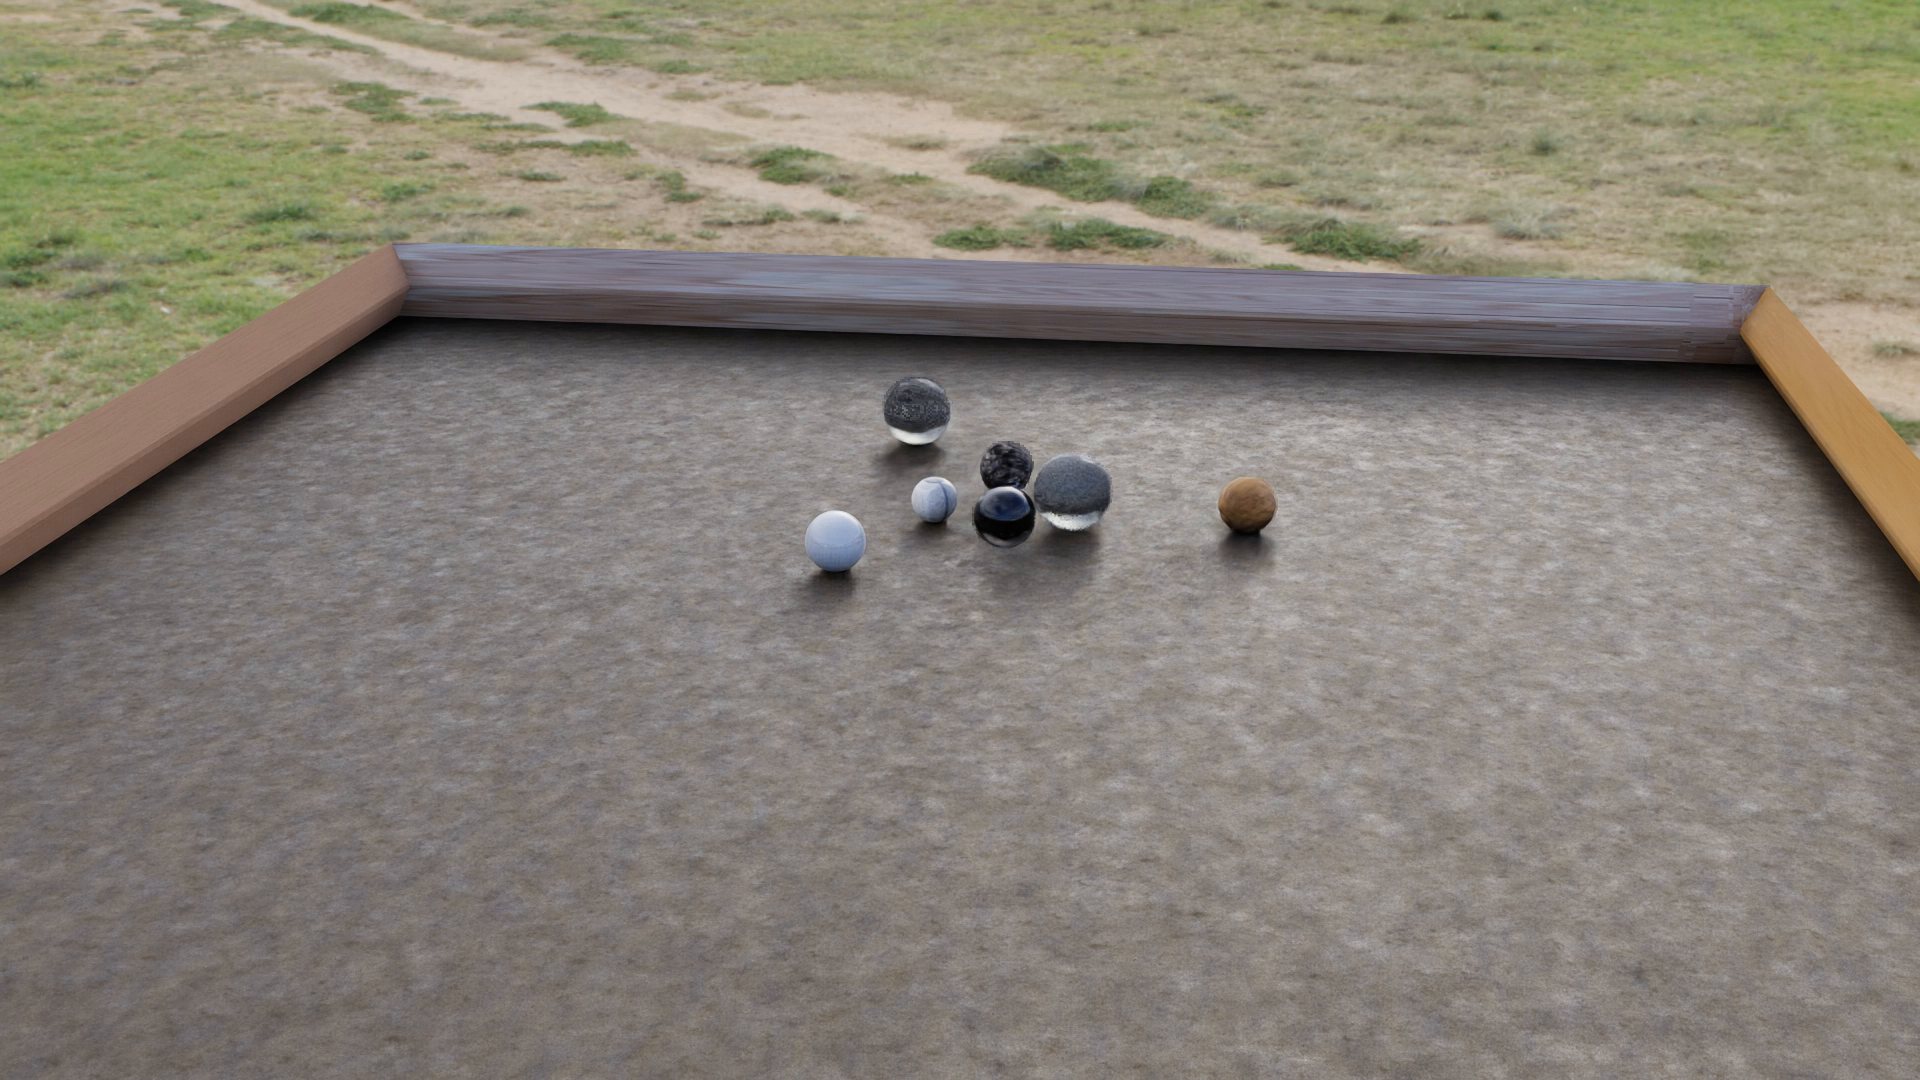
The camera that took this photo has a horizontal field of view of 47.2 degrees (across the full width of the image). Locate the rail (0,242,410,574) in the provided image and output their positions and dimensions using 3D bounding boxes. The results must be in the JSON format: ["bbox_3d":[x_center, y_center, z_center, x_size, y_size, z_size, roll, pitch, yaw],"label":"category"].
[{"bbox_3d":[-1.265,0.293,1.781,0.045,0.129,4.380,3,20,8],"label":"rail"}]

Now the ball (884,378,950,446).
[{"bbox_3d":[-0.061,-0.183,3.131,0.095,0.095,0.095,0,20,0],"label":"ball"}]

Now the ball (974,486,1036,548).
[{"bbox_3d":[0.056,-0.029,2.738,0.078,0.078,0.078,0,20,0],"label":"ball"}]

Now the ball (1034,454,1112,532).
[{"bbox_3d":[0.143,-0.060,2.792,0.099,0.099,0.099,0,20,0],"label":"ball"}]

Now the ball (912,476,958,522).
[{"bbox_3d":[-0.033,-0.052,2.828,0.059,0.059,0.059,0,20,0],"label":"ball"}]

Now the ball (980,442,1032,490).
[{"bbox_3d":[0.061,-0.095,2.930,0.069,0.069,0.069,0,20,0],"label":"ball"}]

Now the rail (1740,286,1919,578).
[{"bbox_3d":[0.960,0.401,1.488,0.045,0.129,4.380,3,20,8],"label":"rail"}]

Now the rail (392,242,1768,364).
[{"bbox_3d":[0.149,-0.391,3.649,2.294,0.129,0.045,3,20,8],"label":"rail"}]

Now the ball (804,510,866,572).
[{"bbox_3d":[-0.151,0.001,2.660,0.075,0.075,0.075,0,20,0],"label":"ball"}]

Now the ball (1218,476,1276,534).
[{"bbox_3d":[0.364,-0.045,2.788,0.072,0.072,0.072,0,20,0],"label":"ball"}]
